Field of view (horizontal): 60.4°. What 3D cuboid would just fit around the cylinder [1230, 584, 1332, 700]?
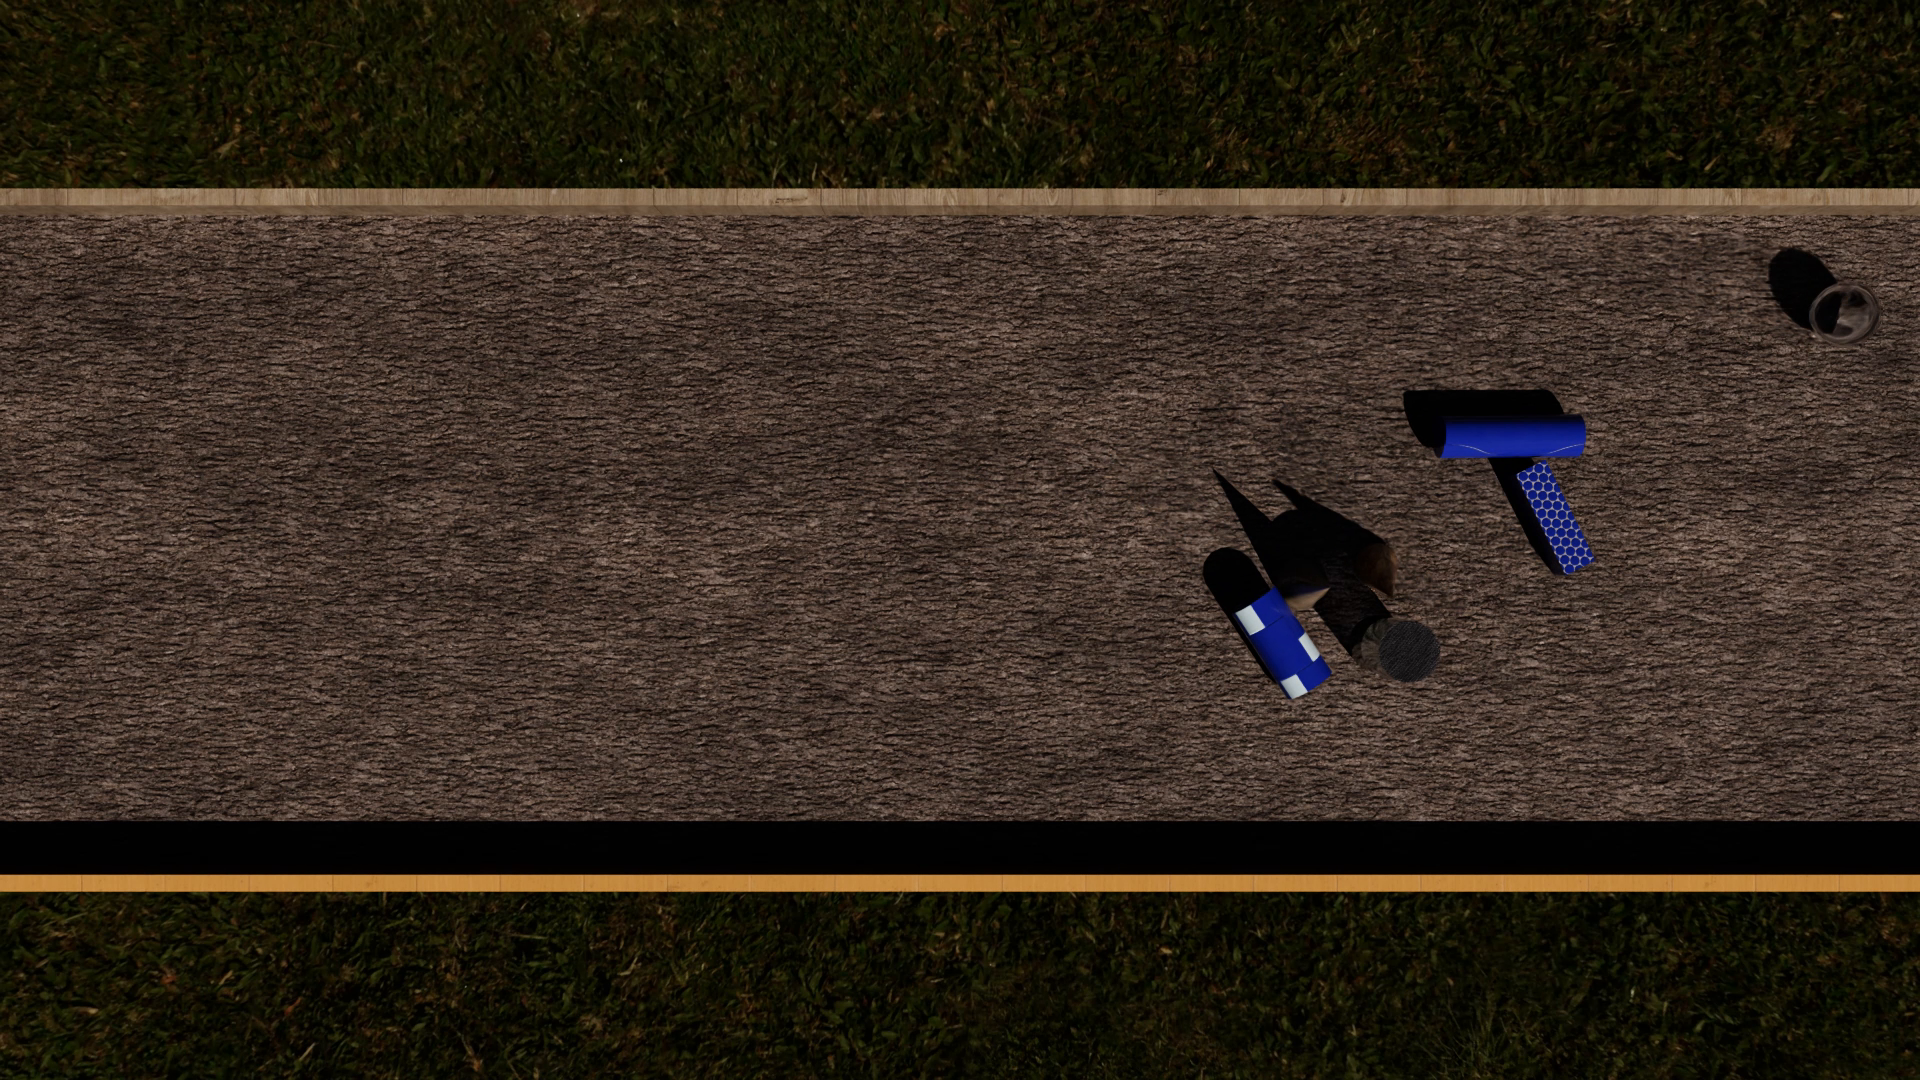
[{"bbox_3d":[0.973,0.309,4.998,0.158,0.158,0.312,-33,90,0],"label":"cylinder"}]

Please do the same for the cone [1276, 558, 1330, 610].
[{"bbox_3d":[1.052,0.134,4.875,0.160,0.402,0.160,0,90,0],"label":"cone"}]

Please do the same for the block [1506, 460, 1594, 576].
[{"bbox_3d":[1.797,-0.068,5.026,0.101,0.101,0.339,-26,90,0],"label":"block"}]

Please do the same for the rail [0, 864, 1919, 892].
[{"bbox_3d":[-2.247,1.025,5.001,12.000,0.150,0.050,0,90,0],"label":"rail"}]

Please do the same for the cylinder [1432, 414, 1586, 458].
[{"bbox_3d":[1.666,-0.316,5.011,0.422,0.130,0.130,0,90,0],"label":"cylinder"}]

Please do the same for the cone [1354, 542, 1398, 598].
[{"bbox_3d":[1.250,0.119,4.862,0.132,0.408,0.132,2,104,7],"label":"cone"}]

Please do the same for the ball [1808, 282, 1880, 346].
[{"bbox_3d":[2.671,-0.683,4.982,0.190,0.190,0.190,0,90,0],"label":"ball"}]

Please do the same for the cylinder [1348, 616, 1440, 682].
[{"bbox_3d":[1.285,0.320,4.896,0.177,0.361,0.177,0,90,0],"label":"cylinder"}]

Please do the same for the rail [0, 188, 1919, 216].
[{"bbox_3d":[-2.247,-1.025,5.002,12.000,0.150,0.050,0,90,0],"label":"rail"}]
